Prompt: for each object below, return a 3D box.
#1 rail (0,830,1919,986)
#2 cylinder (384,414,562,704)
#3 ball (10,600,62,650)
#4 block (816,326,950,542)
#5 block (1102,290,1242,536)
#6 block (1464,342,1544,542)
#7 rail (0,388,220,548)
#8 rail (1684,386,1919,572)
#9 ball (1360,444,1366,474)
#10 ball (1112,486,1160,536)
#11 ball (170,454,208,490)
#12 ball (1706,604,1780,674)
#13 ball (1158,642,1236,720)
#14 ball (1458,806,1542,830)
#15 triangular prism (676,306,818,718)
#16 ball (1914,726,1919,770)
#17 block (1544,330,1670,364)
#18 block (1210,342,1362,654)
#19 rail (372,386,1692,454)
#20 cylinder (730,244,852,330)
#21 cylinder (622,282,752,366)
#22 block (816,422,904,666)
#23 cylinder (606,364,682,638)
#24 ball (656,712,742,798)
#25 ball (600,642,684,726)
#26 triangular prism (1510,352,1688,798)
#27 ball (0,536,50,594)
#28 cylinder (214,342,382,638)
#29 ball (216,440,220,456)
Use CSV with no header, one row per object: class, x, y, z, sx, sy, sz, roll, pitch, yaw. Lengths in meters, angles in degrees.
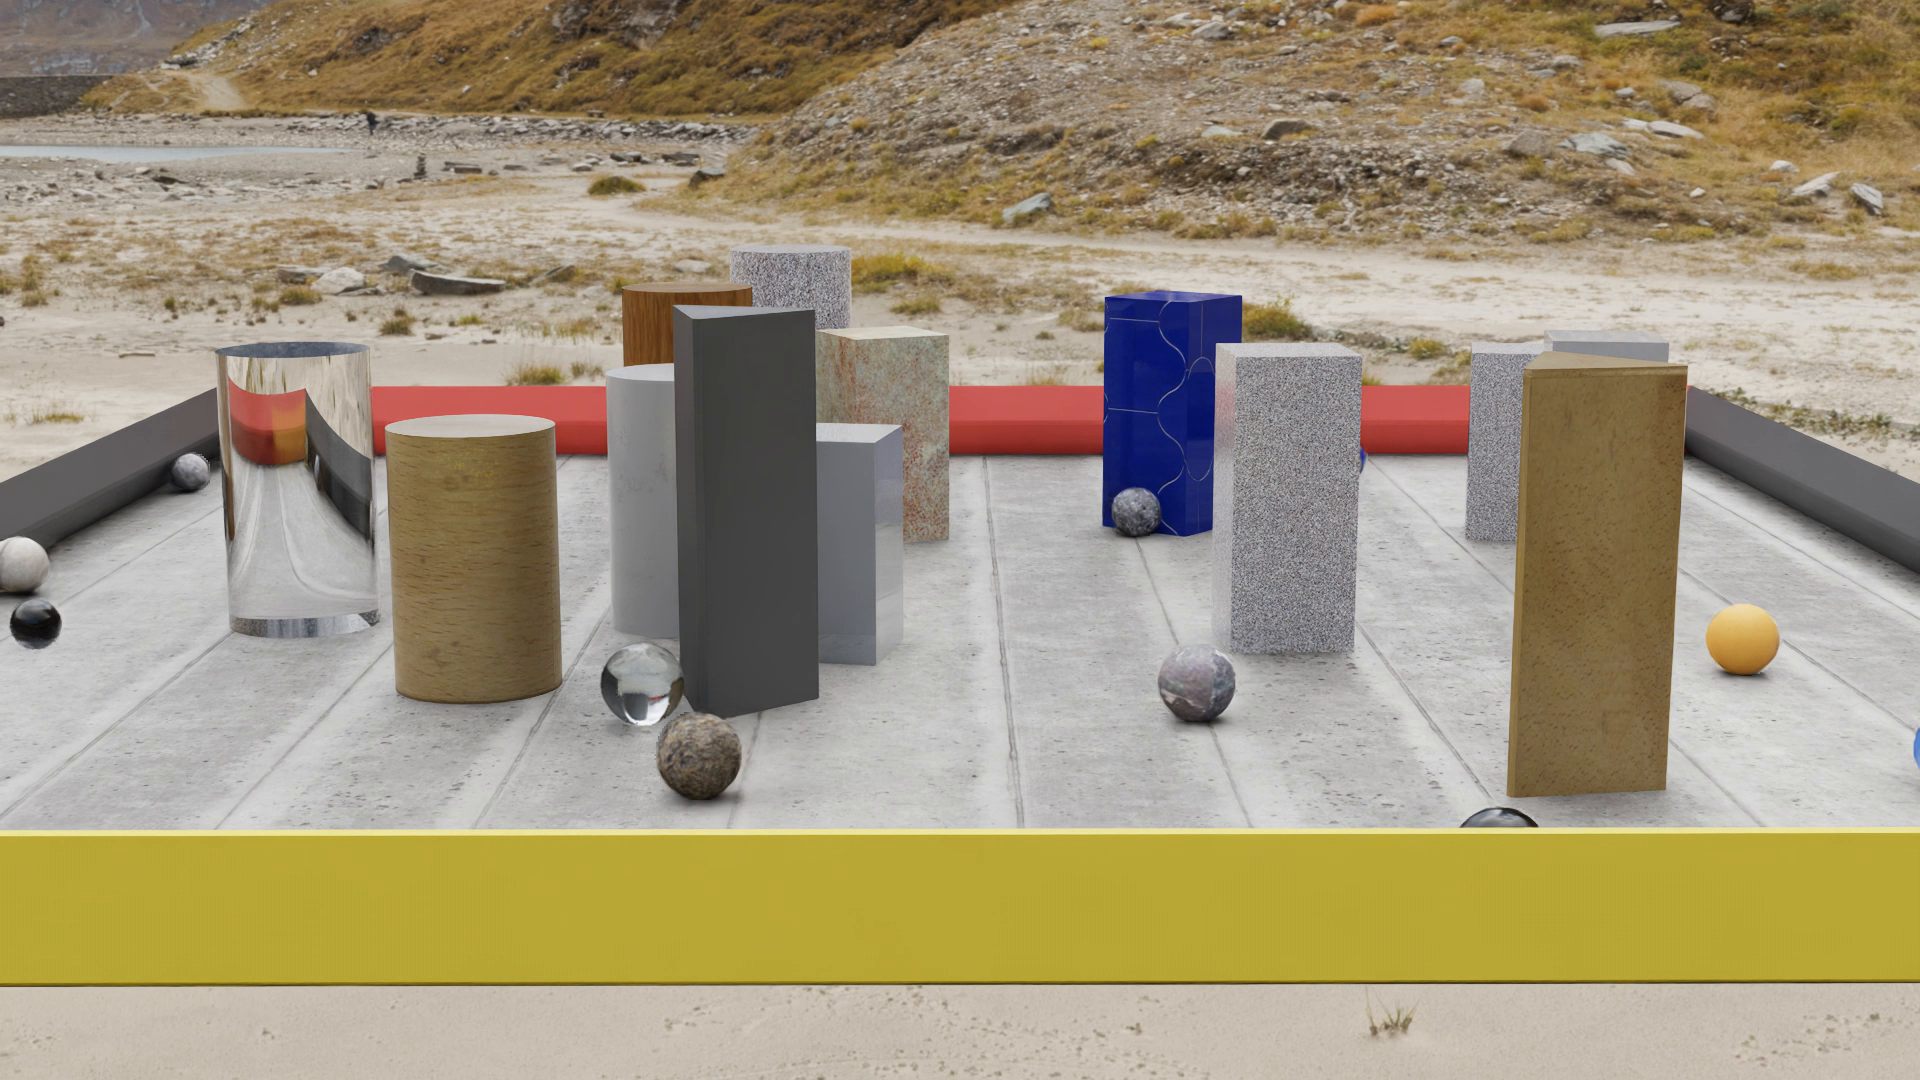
rail,0.008,0.289,2.067,2.785,0.127,0.045,0,11,0
cylinder,-0.572,0.019,3.025,0.196,0.311,0.196,0,11,0
ball,-1.166,0.106,3.235,0.063,0.063,0.063,0,11,0
block,-0.121,-0.165,3.997,0.157,0.318,0.157,-5,12,-26
block,0.337,-0.205,4.081,0.157,0.366,0.157,8,13,37
block,0.876,-0.155,4.019,0.157,0.291,0.157,2,11,10
rail,-1.369,0.034,3.441,0.045,0.127,2.858,0,11,0
rail,1.369,0.031,3.457,0.045,0.127,2.858,0,11,0
ball,0.661,-0.141,4.484,0.095,0.095,0.095,0,11,0
ball,0.275,-0.045,4.010,0.077,0.077,0.077,0,11,0
ball,-1.332,-0.116,4.435,0.063,0.063,0.063,0,11,0
ball,0.947,0.119,3.103,0.085,0.085,0.085,0,11,0
ball,0.267,0.159,2.882,0.088,0.088,0.088,0,11,0
ball,0.475,0.277,2.256,0.085,0.085,0.085,0,11,0
triangular prism,-0.277,-0.038,2.945,0.170,0.453,0.147,-10,14,-43
ball,1.009,0.211,2.575,0.098,0.098,0.098,0,11,0
block,0.911,-0.117,3.653,0.157,0.349,0.157,2,11,8
block,0.412,-0.056,3.261,0.157,0.373,0.157,-1,11,-3
rail,-0.008,-0.223,4.831,2.785,0.127,0.045,0,11,0
cylinder,-0.273,-0.255,4.165,0.196,0.434,0.196,0,11,0
cylinder,-0.412,-0.188,3.908,0.196,0.396,0.196,0,11,0
block,-0.165,0.001,3.215,0.157,0.276,0.157,2,11,11
cylinder,-0.362,-0.055,3.365,0.196,0.333,0.196,0,11,0
ball,-0.262,0.216,2.578,0.086,0.086,0.086,0,11,0
ball,-0.354,0.160,2.862,0.093,0.093,0.093,0,11,0
triangular prism,0.624,0.030,2.631,0.170,0.433,0.147,-2,11,-10
ball,-1.310,0.036,3.569,0.081,0.081,0.081,0,11,0
cylinder,-0.865,-0.069,3.362,0.196,0.362,0.196,0,11,0
ball,-1.341,-0.169,4.731,0.058,0.058,0.058,0,11,0
